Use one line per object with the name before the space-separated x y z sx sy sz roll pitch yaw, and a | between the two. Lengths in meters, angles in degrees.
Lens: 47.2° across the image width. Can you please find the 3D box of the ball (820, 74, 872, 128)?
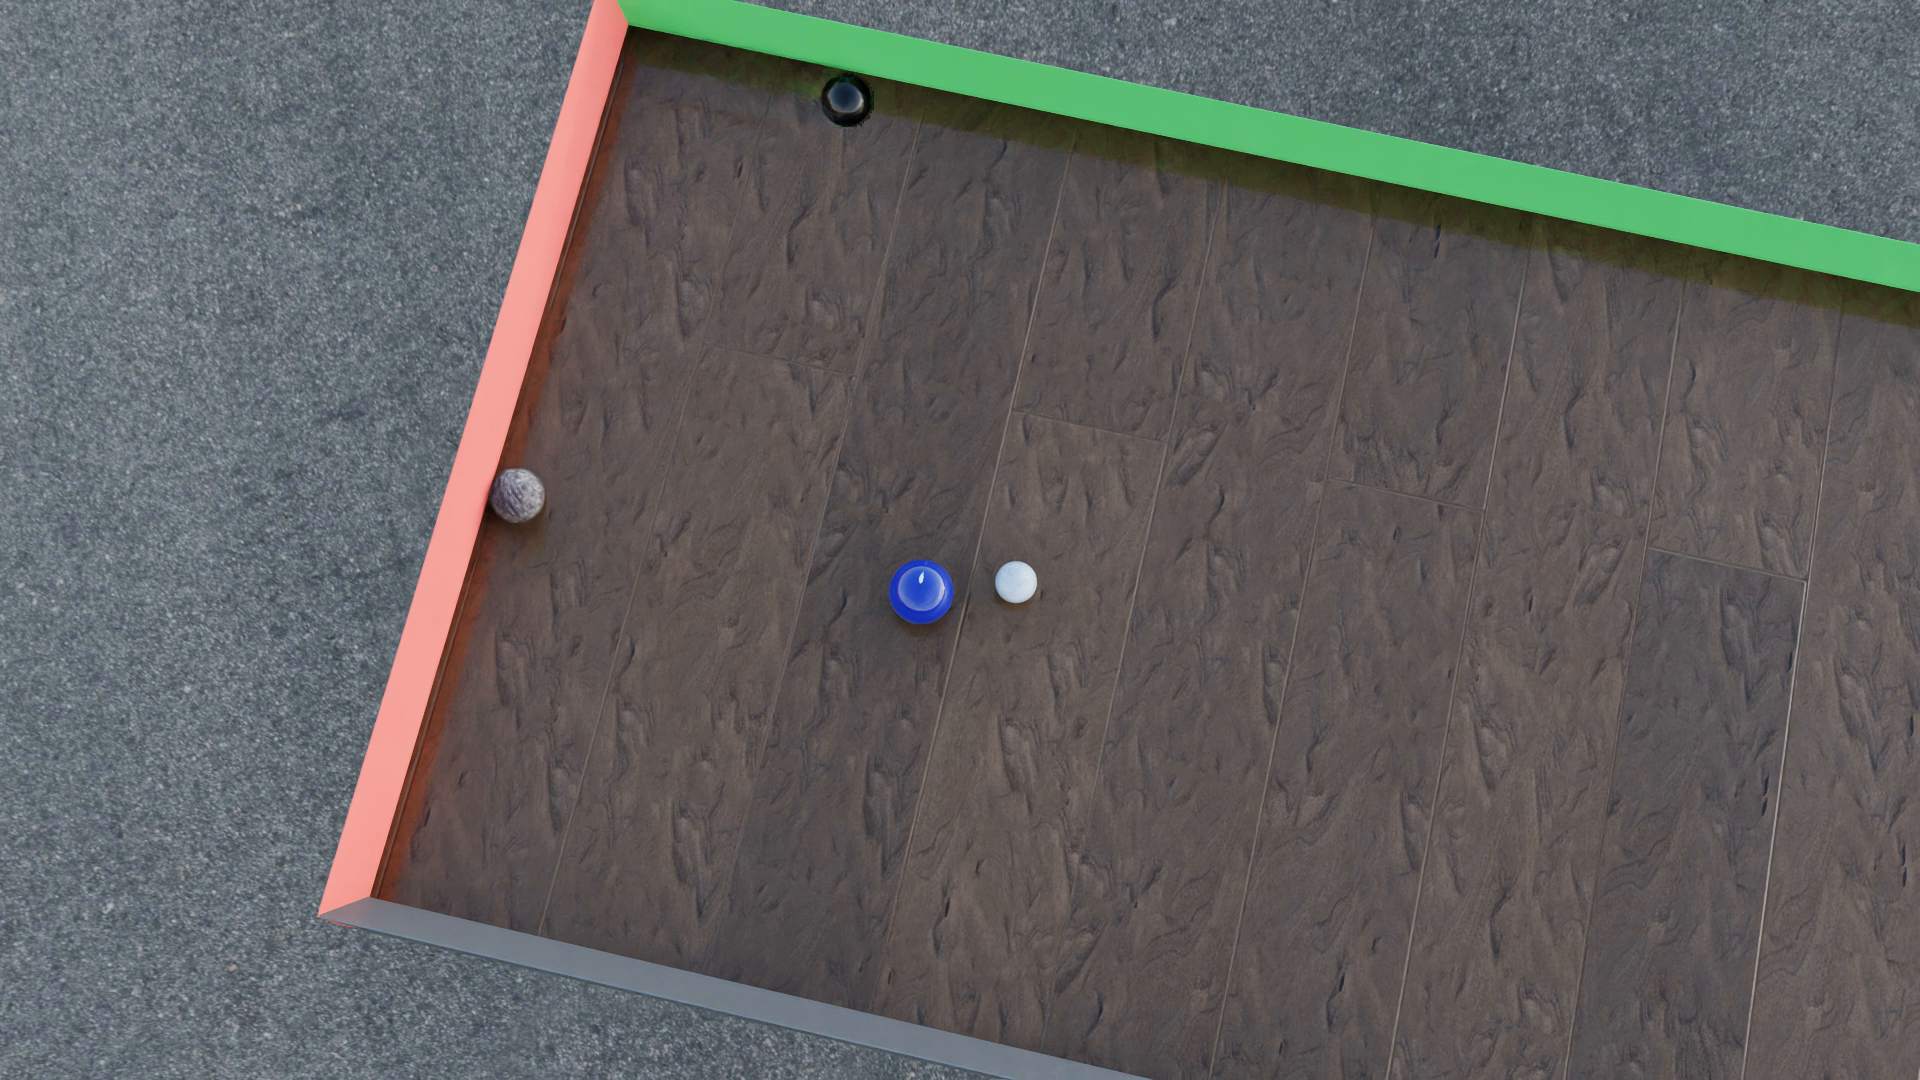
ball | -0.183 -0.708 3.543 0.083 0.083 0.083 0 75 0

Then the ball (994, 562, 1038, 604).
ball | 0.085 0.064 3.340 0.064 0.064 0.064 0 75 0

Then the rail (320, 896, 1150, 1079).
rail | 0.576 0.853 3.088 3.039 0.128 0.045 12 75 3

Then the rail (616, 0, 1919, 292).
rail | 0.905 -0.540 3.473 3.039 0.128 0.045 12 75 3

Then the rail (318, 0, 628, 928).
rail | -0.718 -0.164 3.369 0.045 0.128 1.529 12 75 3

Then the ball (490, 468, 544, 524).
ball | -0.678 -0.068 3.367 0.083 0.083 0.083 0 75 0

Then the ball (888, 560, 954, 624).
ball | -0.059 0.078 3.318 0.099 0.099 0.099 0 75 0
